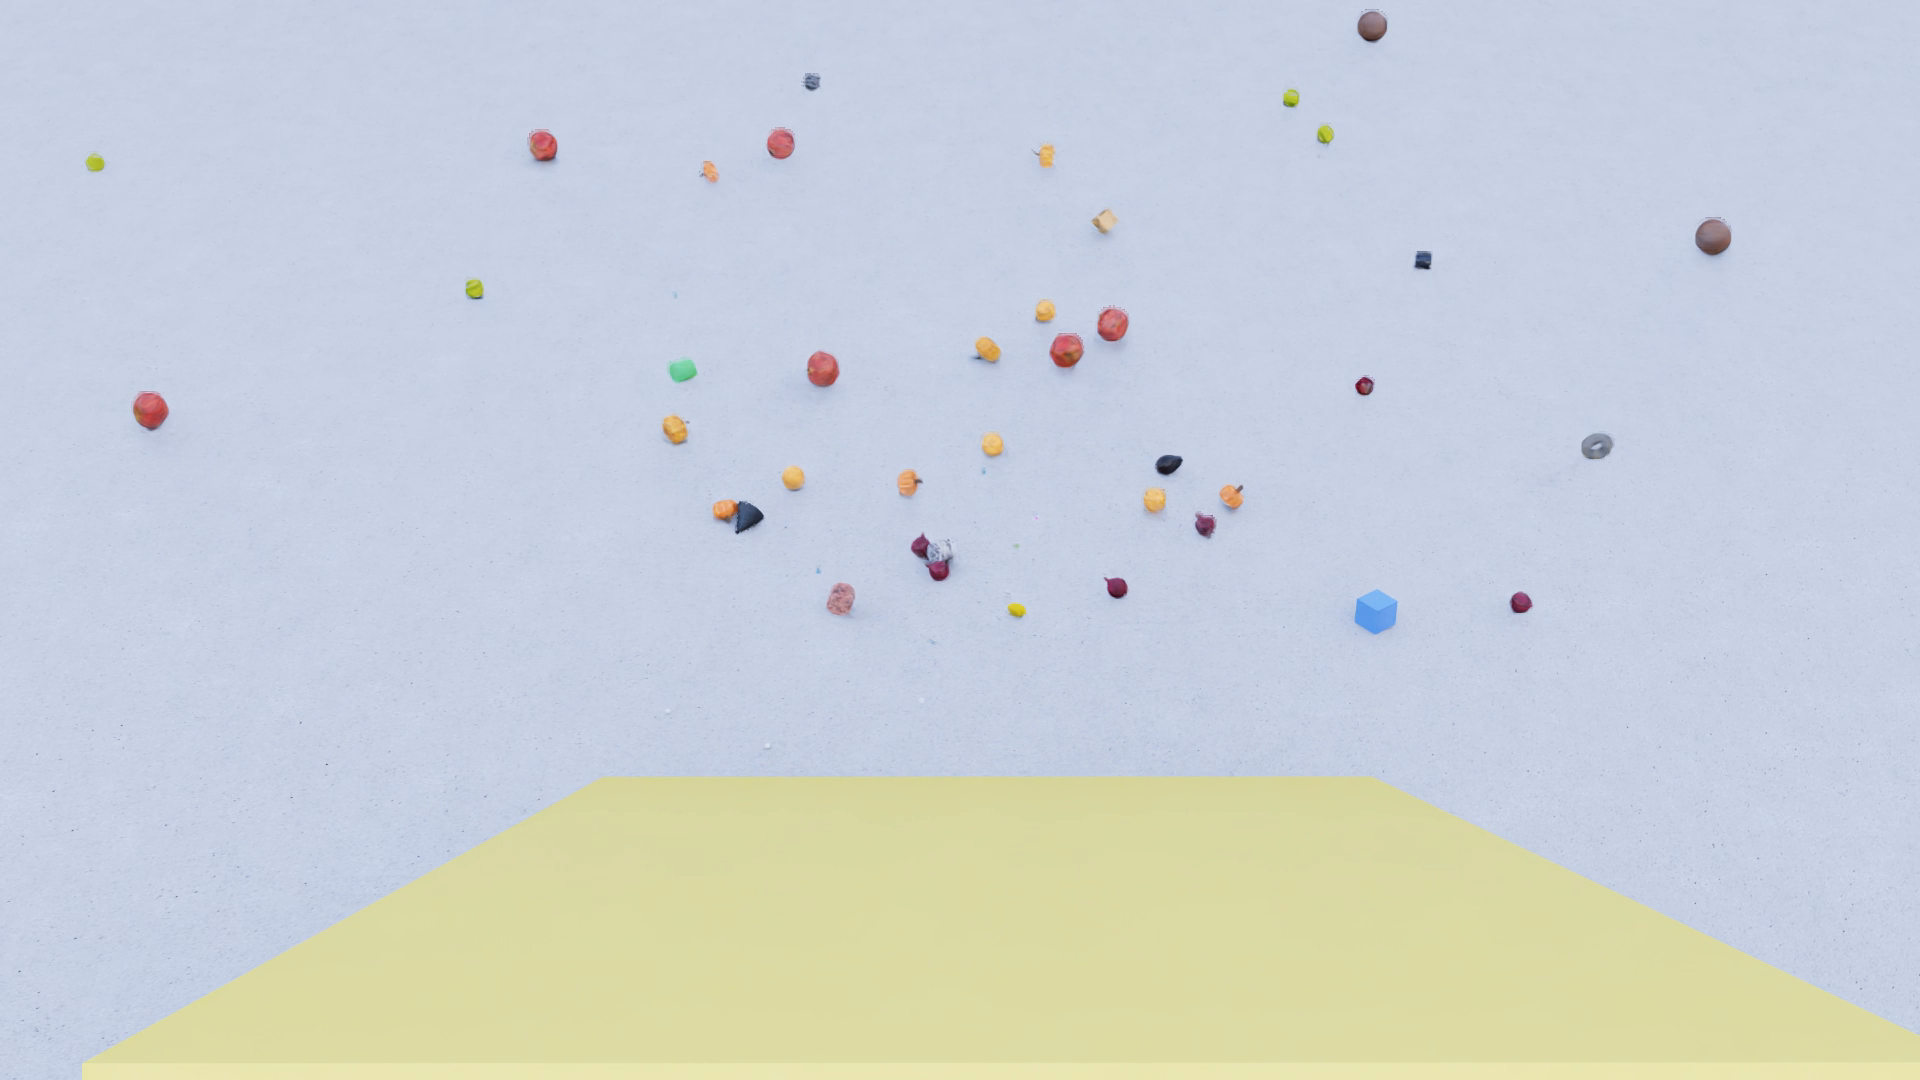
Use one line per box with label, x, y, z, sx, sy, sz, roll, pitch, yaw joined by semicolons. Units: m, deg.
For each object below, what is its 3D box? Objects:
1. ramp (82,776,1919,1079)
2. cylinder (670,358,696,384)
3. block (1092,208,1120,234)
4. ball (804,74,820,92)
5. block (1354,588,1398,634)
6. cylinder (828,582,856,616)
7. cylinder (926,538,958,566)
ramp;0.072;0.634;4.736;2.000;0.100;4.000;0;-1;0
cylinder;-0.928;-0.567;8.683;0.066;0.066;0.066;-21;38;-30
block;0.538;-1.181;9.603;0.062;0.062;0.062;-45;13;-15
ball;-0.615;-1.900;10.776;0.066;0.066;0.066;0;33;0
block;1.197;0.207;7.457;0.082;0.082;0.082;-24;39;-32
cylinder;-0.343;0.171;7.523;0.070;0.070;0.070;5;31;8
cylinder;-0.054;0.035;7.743;0.065;0.065;0.065;-21;38;-30
